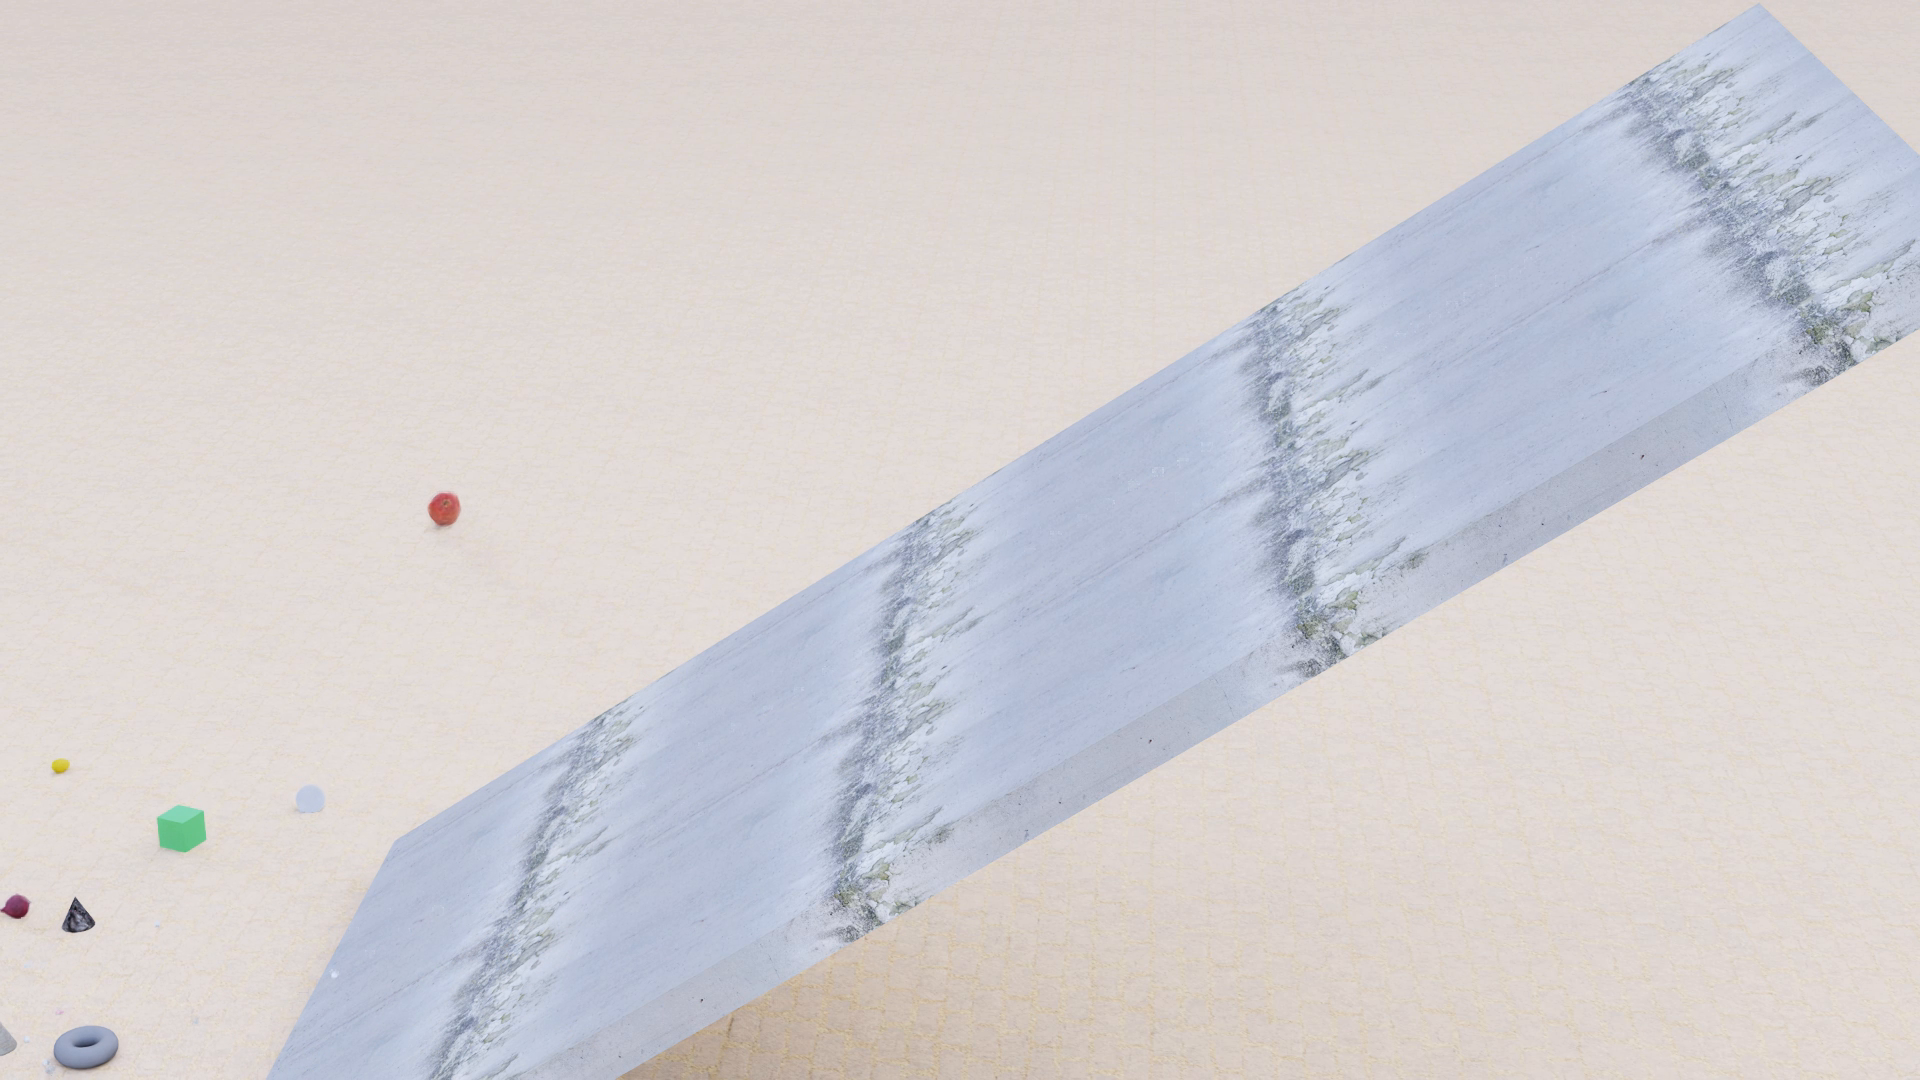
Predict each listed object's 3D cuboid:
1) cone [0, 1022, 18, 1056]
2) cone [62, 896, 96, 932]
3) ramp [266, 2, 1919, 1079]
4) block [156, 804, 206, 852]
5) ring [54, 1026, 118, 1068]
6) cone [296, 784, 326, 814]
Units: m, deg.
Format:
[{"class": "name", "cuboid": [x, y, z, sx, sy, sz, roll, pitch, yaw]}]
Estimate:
[{"class": "cone", "cuboid": [-2.258, 1.143, 6.872, 0.096, 0.096, 0.096, 0, 21, 0]}, {"class": "cone", "cuboid": [-2.233, 0.937, 7.437, 0.083, 0.083, 0.083, 0, 21, 0]}, {"class": "ramp", "cuboid": [0.138, 0.172, 6.299, 4.000, 0.100, 2.000, -31, 16, 14]}, {"class": "block", "cuboid": [-2.082, 0.772, 7.868, 0.087, 0.087, 0.087, 9, 23, 24]}, {"class": "ring", "cuboid": [-2.033, 1.180, 6.844, 0.146, 0.049, 0.146, 1, 22, 0]}, {"class": "cone", "cuboid": [-1.774, 0.713, 8.094, 0.082, 0.082, 0.082, 2, -6, 5]}]
